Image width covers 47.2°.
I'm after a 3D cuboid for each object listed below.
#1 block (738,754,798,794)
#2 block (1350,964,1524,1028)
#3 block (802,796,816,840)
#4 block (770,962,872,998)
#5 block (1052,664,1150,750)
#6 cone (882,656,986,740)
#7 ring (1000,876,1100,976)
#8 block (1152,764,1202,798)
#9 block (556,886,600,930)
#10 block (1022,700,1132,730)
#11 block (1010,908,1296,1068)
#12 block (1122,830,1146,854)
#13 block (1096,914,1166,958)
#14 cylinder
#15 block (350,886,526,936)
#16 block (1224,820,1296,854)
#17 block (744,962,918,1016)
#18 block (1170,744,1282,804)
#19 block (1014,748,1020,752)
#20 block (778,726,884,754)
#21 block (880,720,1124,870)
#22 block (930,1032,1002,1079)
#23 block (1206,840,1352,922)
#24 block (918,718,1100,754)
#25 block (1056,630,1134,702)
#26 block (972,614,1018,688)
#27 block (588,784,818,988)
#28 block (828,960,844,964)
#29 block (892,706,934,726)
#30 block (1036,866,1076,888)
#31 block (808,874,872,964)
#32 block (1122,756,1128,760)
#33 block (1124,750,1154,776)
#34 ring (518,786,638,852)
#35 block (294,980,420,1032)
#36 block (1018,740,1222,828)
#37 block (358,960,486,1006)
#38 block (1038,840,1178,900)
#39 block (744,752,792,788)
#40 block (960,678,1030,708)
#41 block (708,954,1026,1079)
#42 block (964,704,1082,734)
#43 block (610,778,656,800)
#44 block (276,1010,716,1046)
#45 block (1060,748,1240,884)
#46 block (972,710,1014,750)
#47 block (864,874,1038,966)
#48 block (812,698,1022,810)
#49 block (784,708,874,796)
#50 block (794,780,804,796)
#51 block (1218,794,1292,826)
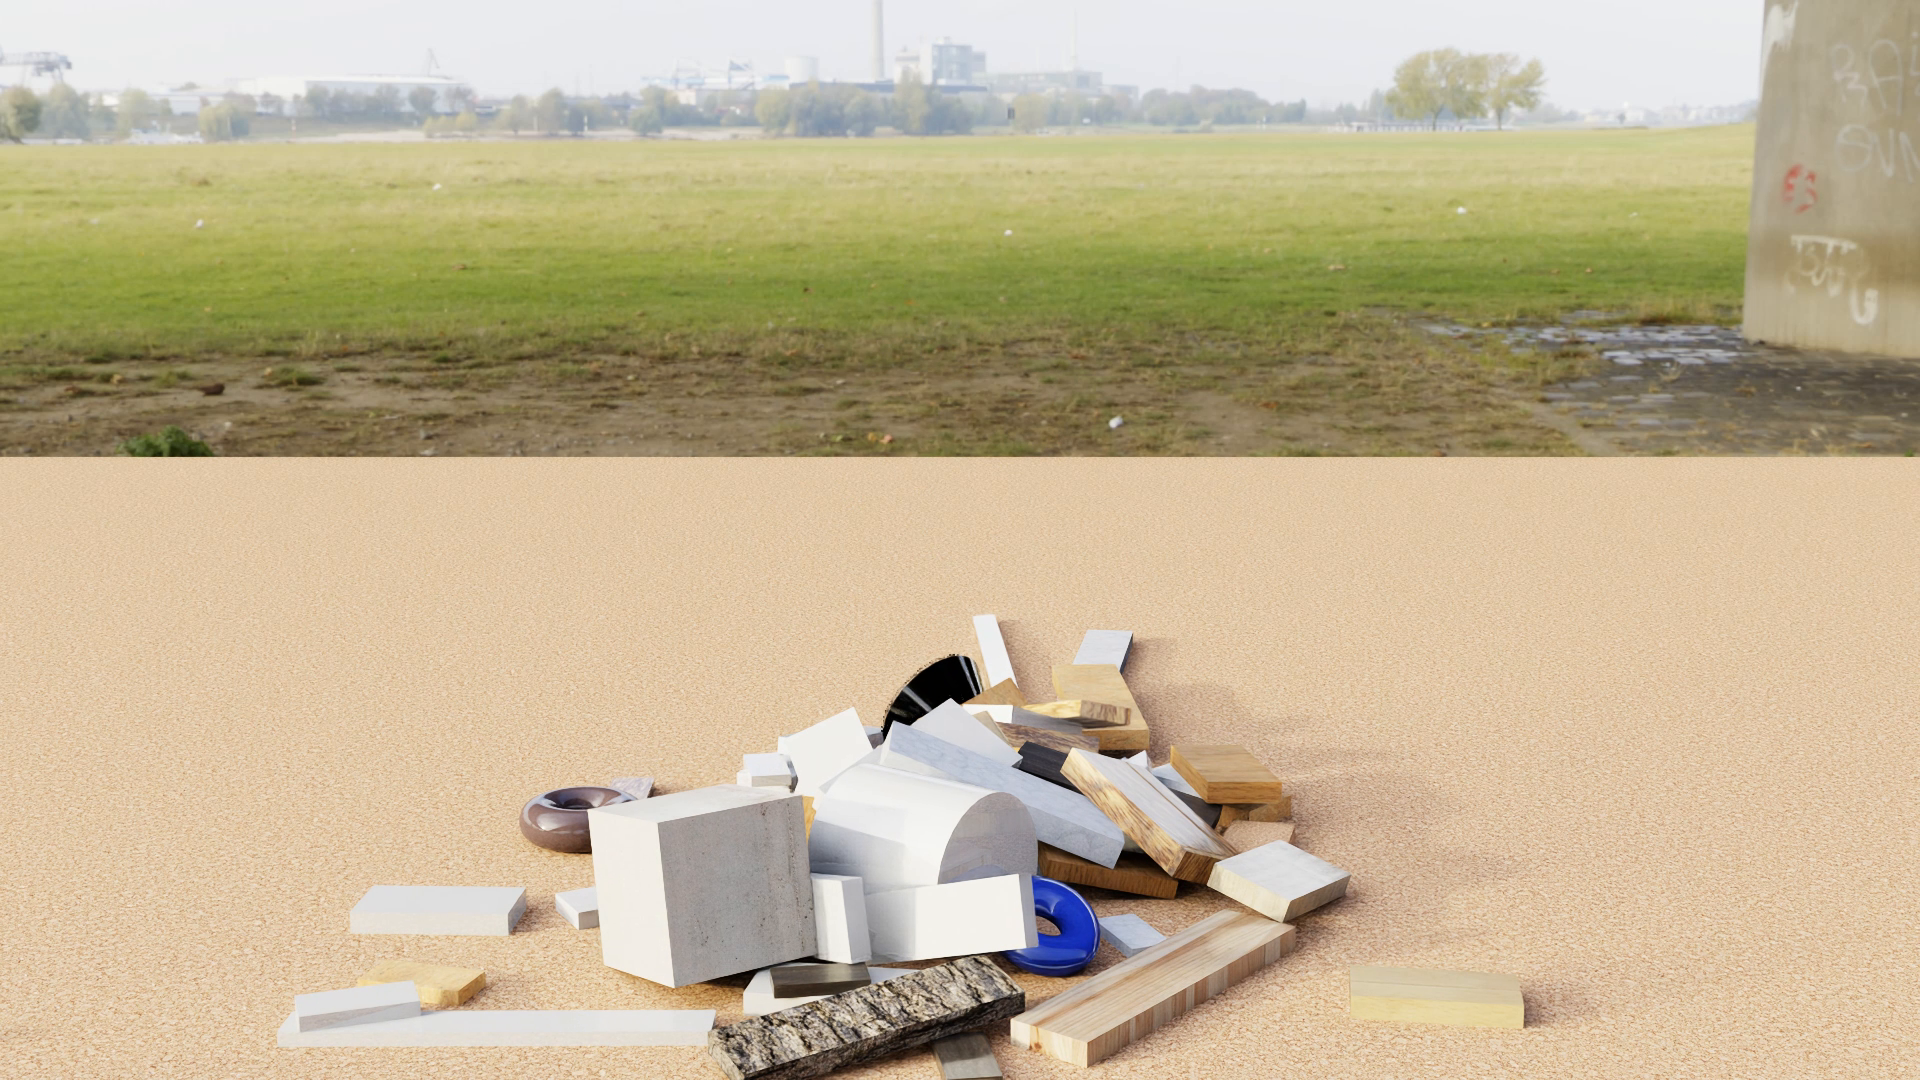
[{"bbox_3d":[-0.333,0.450,4.332,0.114,0.032,0.228,5,11,23],"label":"block"},{"bbox_3d":[0.688,0.661,3.190,0.241,0.034,0.121,2,11,9],"label":"block"},{"bbox_3d":[-0.308,0.493,3.766,0.285,0.040,0.143,3,28,15],"label":"block"},{"bbox_3d":[-0.202,0.635,3.175,0.139,0.020,0.070,-2,11,-10],"label":"block"},{"bbox_3d":[0.293,0.350,4.675,0.143,0.040,0.551,-1,11,-3],"label":"block"},{"bbox_3d":[0.020,0.403,4.370,0.248,0.248,0.248,-10,41,-42],"label":"cone"},{"bbox_3d":[0.126,0.588,3.357,0.184,0.061,0.184,13,35,-10],"label":"ring"},{"bbox_3d":[0.434,0.455,4.120,0.170,0.024,0.085,10,15,43],"label":"block"},{"bbox_3d":[-0.543,0.589,3.593,0.208,0.029,0.104,-6,12,-30],"label":"block"},{"bbox_3d":[0.223,0.341,4.273,0.113,0.032,0.226,12,-13,-27],"label":"block"},{"bbox_3d":[0.296,0.651,3.239,0.129,0.037,0.563,8,13,38],"label":"block"},{"bbox_3d":[0.256,0.511,3.836,0.151,0.021,0.076,34,36,26],"label":"block"},{"bbox_3d":[0.271,0.621,3.445,0.070,0.020,0.140,-4,11,-21],"label":"block"},{"bbox_3d":[-0.058,0.499,3.448,0.259,0.259,0.259,8,13,37],"label":"cylinder"},{"bbox_3d":[-0.837,0.596,3.540,0.252,0.036,0.126,0,11,2],"label":"block"},{"bbox_3d":[0.515,0.542,3.840,0.114,0.032,0.228,3,11,15],"label":"block"},{"bbox_3d":[-0.176,0.659,3.199,0.252,0.036,0.126,2,11,9],"label":"block"},{"bbox_3d":[0.489,0.431,4.067,0.136,0.039,0.273,1,9,-9],"label":"block"},{"bbox_3d":[0.015,0.468,3.979,0.157,0.044,0.314,1,24,20],"label":"block"},{"bbox_3d":[-0.246,0.403,4.407,0.117,0.033,0.295,5,2,22],"label":"block"},{"bbox_3d":[0.069,0.425,3.691,0.418,0.049,0.174,22,11,-3],"label":"block"},{"bbox_3d":[0.008,0.707,2.980,0.075,0.021,0.149,-2,11,-9],"label":"block"},{"bbox_3d":[0.521,0.552,3.572,0.136,0.039,0.273,24,13,28],"label":"block"},{"bbox_3d":[0.089,0.380,4.183,0.314,0.044,0.157,11,-12,-19],"label":"block"},{"bbox_3d":[0.283,0.346,4.895,0.113,0.032,1.176,2,11,9],"label":"block"},{"bbox_3d":[0.093,0.310,5.045,0.056,0.016,1.321,-6,10,-2],"label":"block"},{"bbox_3d":[-0.389,0.514,3.316,0.240,0.240,0.240,-7,3,-34],"label":"block"},{"bbox_3d":[-0.260,0.549,3.451,0.020,0.070,0.370,-6,27,-29],"label":"block"},{"bbox_3d":[-0.089,0.380,4.754,0.056,0.016,0.113,10,14,42],"label":"block"},{"bbox_3d":[0.089,0.531,3.730,0.228,0.032,0.114,24,21,28],"label":"block"},{"bbox_3d":[-0.212,0.566,3.312,0.034,0.121,0.241,-6,-2,-31],"label":"block"},{"bbox_3d":[0.298,0.466,4.144,0.085,0.024,0.170,-36,12,2],"label":"block"},{"bbox_3d":[0.278,0.455,4.097,0.170,0.024,0.085,-28,12,8],"label":"block"},{"bbox_3d":[-0.678,0.501,3.950,0.226,0.075,0.226,1,10,0],"label":"ring"},{"bbox_3d":[-0.853,0.660,3.113,0.165,0.023,0.082,-4,11,-20],"label":"block"},{"bbox_3d":[0.276,0.453,3.949,0.378,0.032,0.112,17,23,15],"label":"block"},{"bbox_3d":[-0.796,0.655,3.255,0.165,0.023,0.082,3,11,16],"label":"block"},{"bbox_3d":[0.243,0.547,3.673,0.223,0.032,0.112,11,11,-9],"label":"block"},{"bbox_3d":[-0.372,0.442,4.232,0.076,0.021,0.151,-2,11,-11],"label":"block"},{"bbox_3d":[0.047,0.366,4.313,0.233,0.117,0.033,-26,-12,-42],"label":"block"},{"bbox_3d":[-0.126,0.665,3.038,0.430,0.034,0.121,-10,22,-27],"label":"block"},{"bbox_3d":[0.121,0.353,4.225,0.117,0.033,0.233,-2,-14,38],"label":"block"},{"bbox_3d":[-0.628,0.485,4.173,0.080,0.023,0.160,0,11,-1],"label":"block"},{"bbox_3d":[-0.647,0.686,3.092,0.602,0.021,0.075,0,11,0],"label":"block"},{"bbox_3d":[0.335,0.475,3.745,0.174,0.049,0.347,19,14,-38],"label":"block"},{"bbox_3d":[-0.024,0.384,3.911,0.226,0.032,0.113,-16,51,-26],"label":"block"},{"bbox_3d":[-0.033,0.562,3.241,0.348,0.104,0.029,-15,-14,39],"label":"block"},{"bbox_3d":[-0.070,0.416,3.784,0.174,0.049,0.347,38,44,22],"label":"block"},{"bbox_3d":[-0.218,0.415,3.961,0.143,0.040,0.285,-25,29,-4],"label":"block"},{"bbox_3d":[-0.187,0.429,4.014,0.223,0.032,0.112,-17,17,11],"label":"block"},{"bbox_3d":[0.468,0.485,4.127,0.273,0.039,0.136,9,14,41],"label":"block"}]
